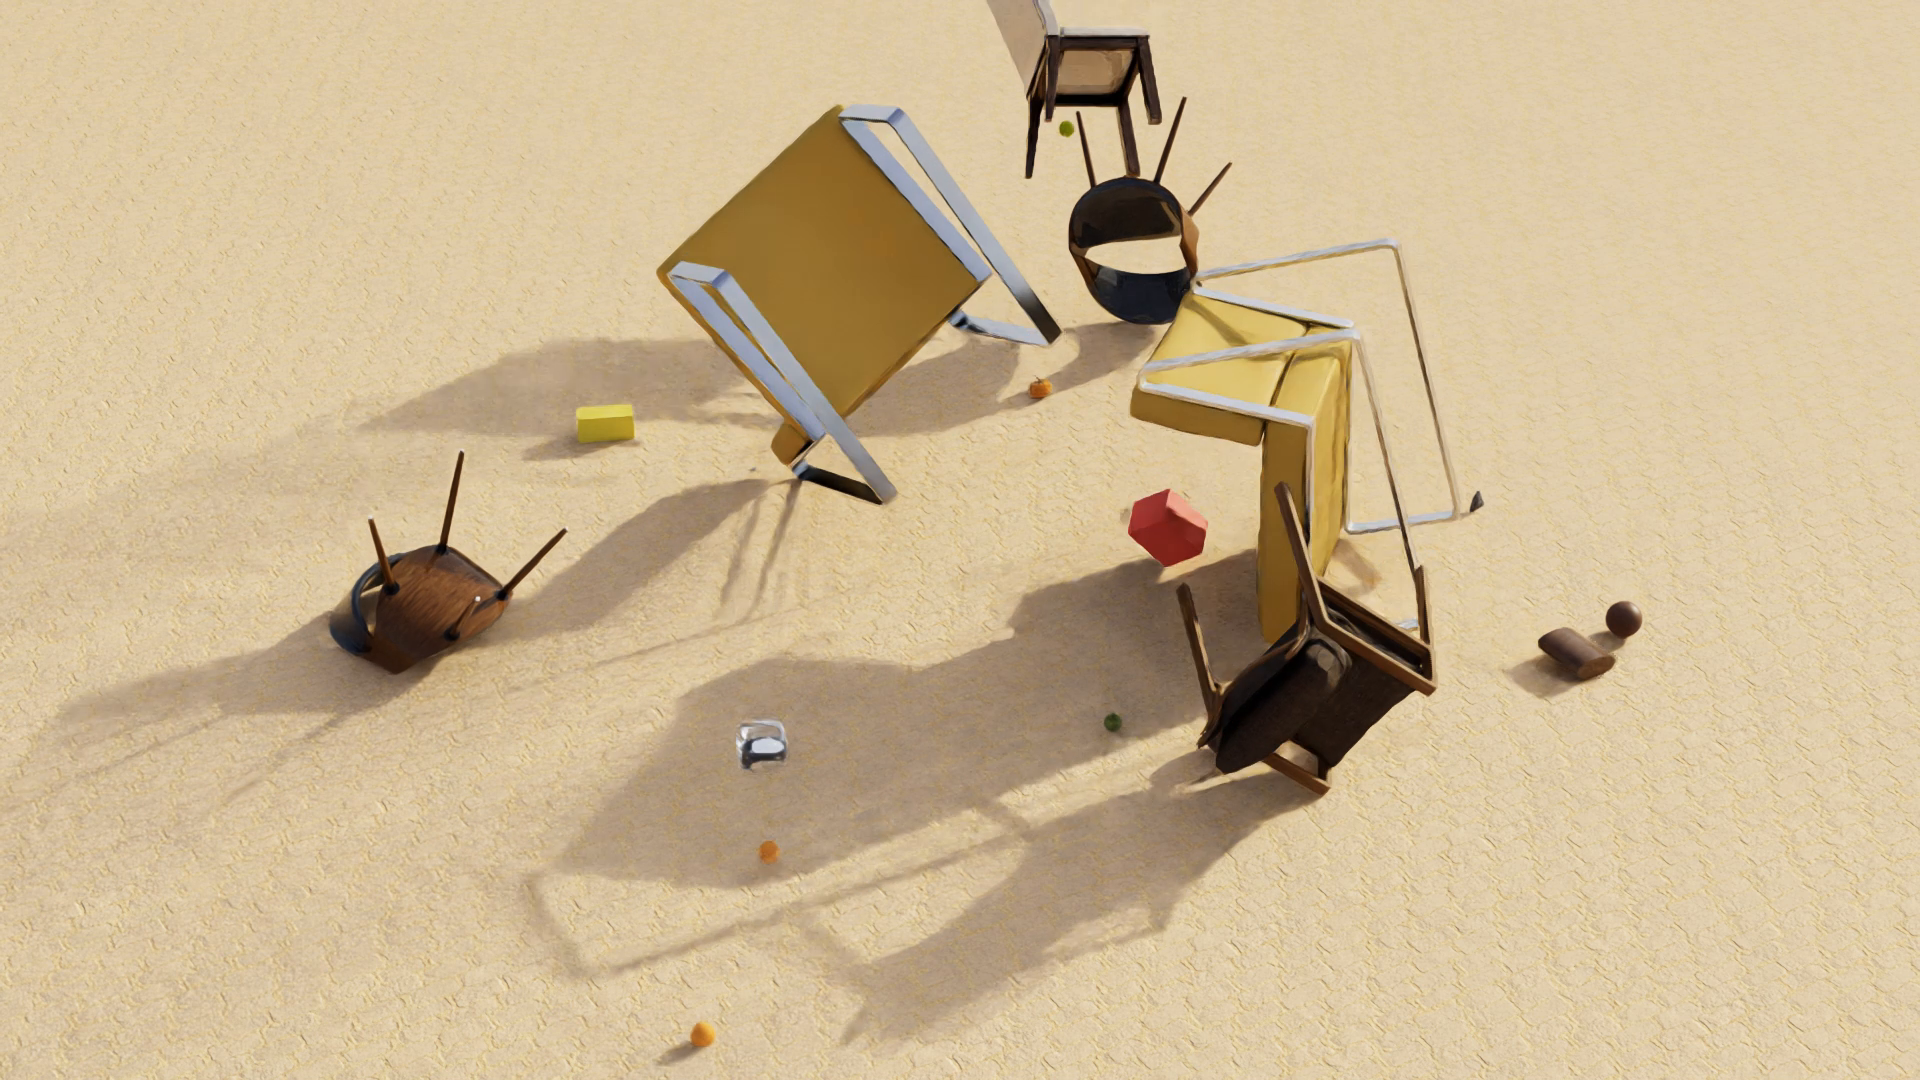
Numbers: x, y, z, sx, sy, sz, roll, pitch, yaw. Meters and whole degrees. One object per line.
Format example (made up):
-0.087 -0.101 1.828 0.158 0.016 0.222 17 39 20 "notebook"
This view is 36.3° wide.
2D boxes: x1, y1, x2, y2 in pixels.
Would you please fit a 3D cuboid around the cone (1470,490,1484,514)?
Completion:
1.967 -0.138 11.098 0.045 0.094 0.046 18 5 -19 "cone"

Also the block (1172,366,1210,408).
0.926 -0.617 11.778 0.094 0.080 0.140 -29 36 3 "block"

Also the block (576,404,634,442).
-1.396 -0.459 11.544 0.216 0.107 0.090 -5 34 -7 "block"

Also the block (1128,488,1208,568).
0.761 -0.045 10.725 0.173 0.224 0.150 -22 40 39 "block"

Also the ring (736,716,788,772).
-0.656 0.675 9.696 0.153 0.173 0.420 -5 7 -7 "ring"
